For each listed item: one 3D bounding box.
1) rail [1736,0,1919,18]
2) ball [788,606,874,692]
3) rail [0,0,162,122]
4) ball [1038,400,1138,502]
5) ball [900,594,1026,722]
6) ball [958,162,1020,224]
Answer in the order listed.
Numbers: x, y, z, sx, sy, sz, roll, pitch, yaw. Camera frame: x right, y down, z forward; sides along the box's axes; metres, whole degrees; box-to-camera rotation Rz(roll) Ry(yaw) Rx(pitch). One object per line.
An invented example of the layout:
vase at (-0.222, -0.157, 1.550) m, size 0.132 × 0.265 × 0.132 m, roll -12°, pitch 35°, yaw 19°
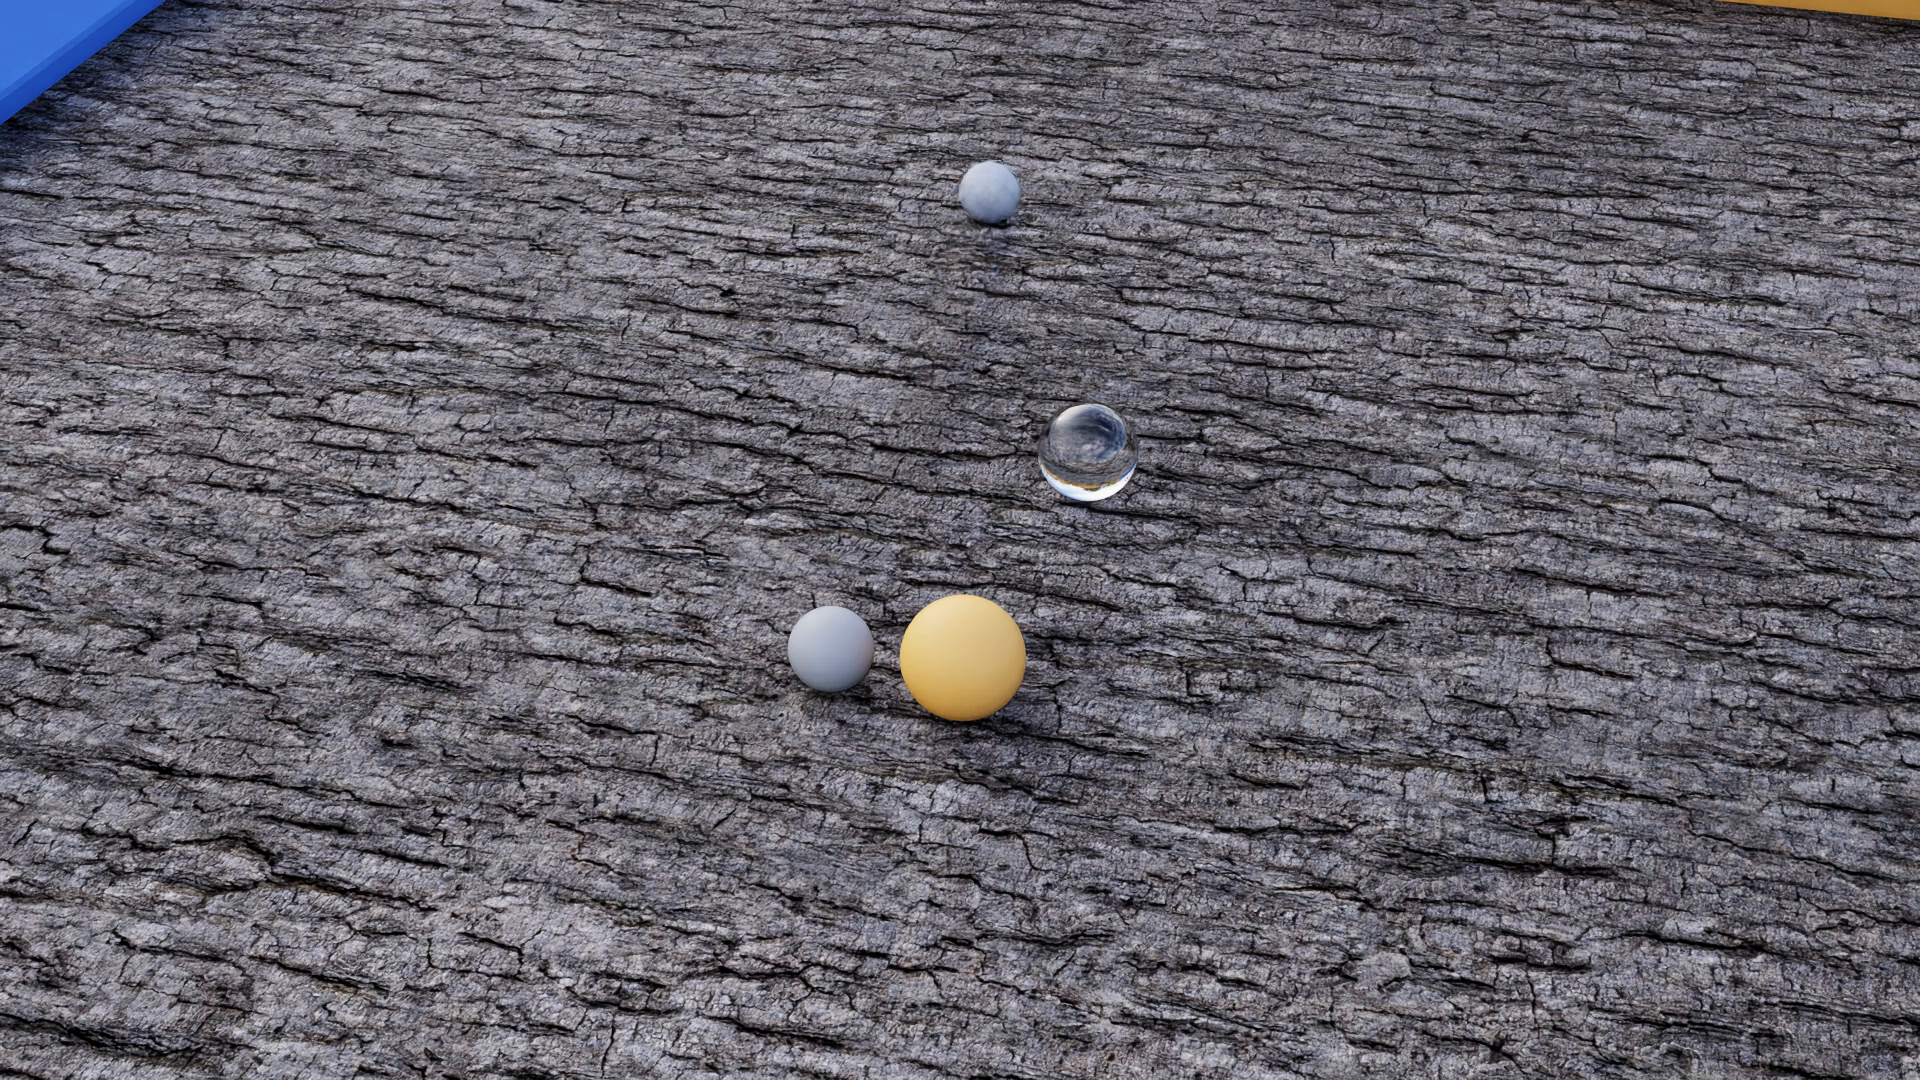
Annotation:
rail at (1.375, -0.527, 2.576) m, size 4.398 × 0.110 × 0.045 m, roll 9°, pitch 35°, yaw 12°
ball at (-0.088, 0.074, 1.747) m, size 0.059 × 0.059 × 0.059 m, roll 0°, pitch 34°, yaw 0°
rail at (-1.040, -0.176, 2.064) m, size 0.045 × 0.110 × 2.485 m, roll 9°, pitch 35°, yaw 12°
ball at (0.097, -0.067, 1.937) m, size 0.076 × 0.076 × 0.076 m, roll 0°, pitch 34°, yaw 0°
ball at (0.002, 0.079, 1.717) m, size 0.085 × 0.085 × 0.085 m, roll 0°, pitch 34°, yaw 0°
ball at (0.026, -0.314, 2.315) m, size 0.055 × 0.055 × 0.055 m, roll 0°, pitch 34°, yaw 0°
